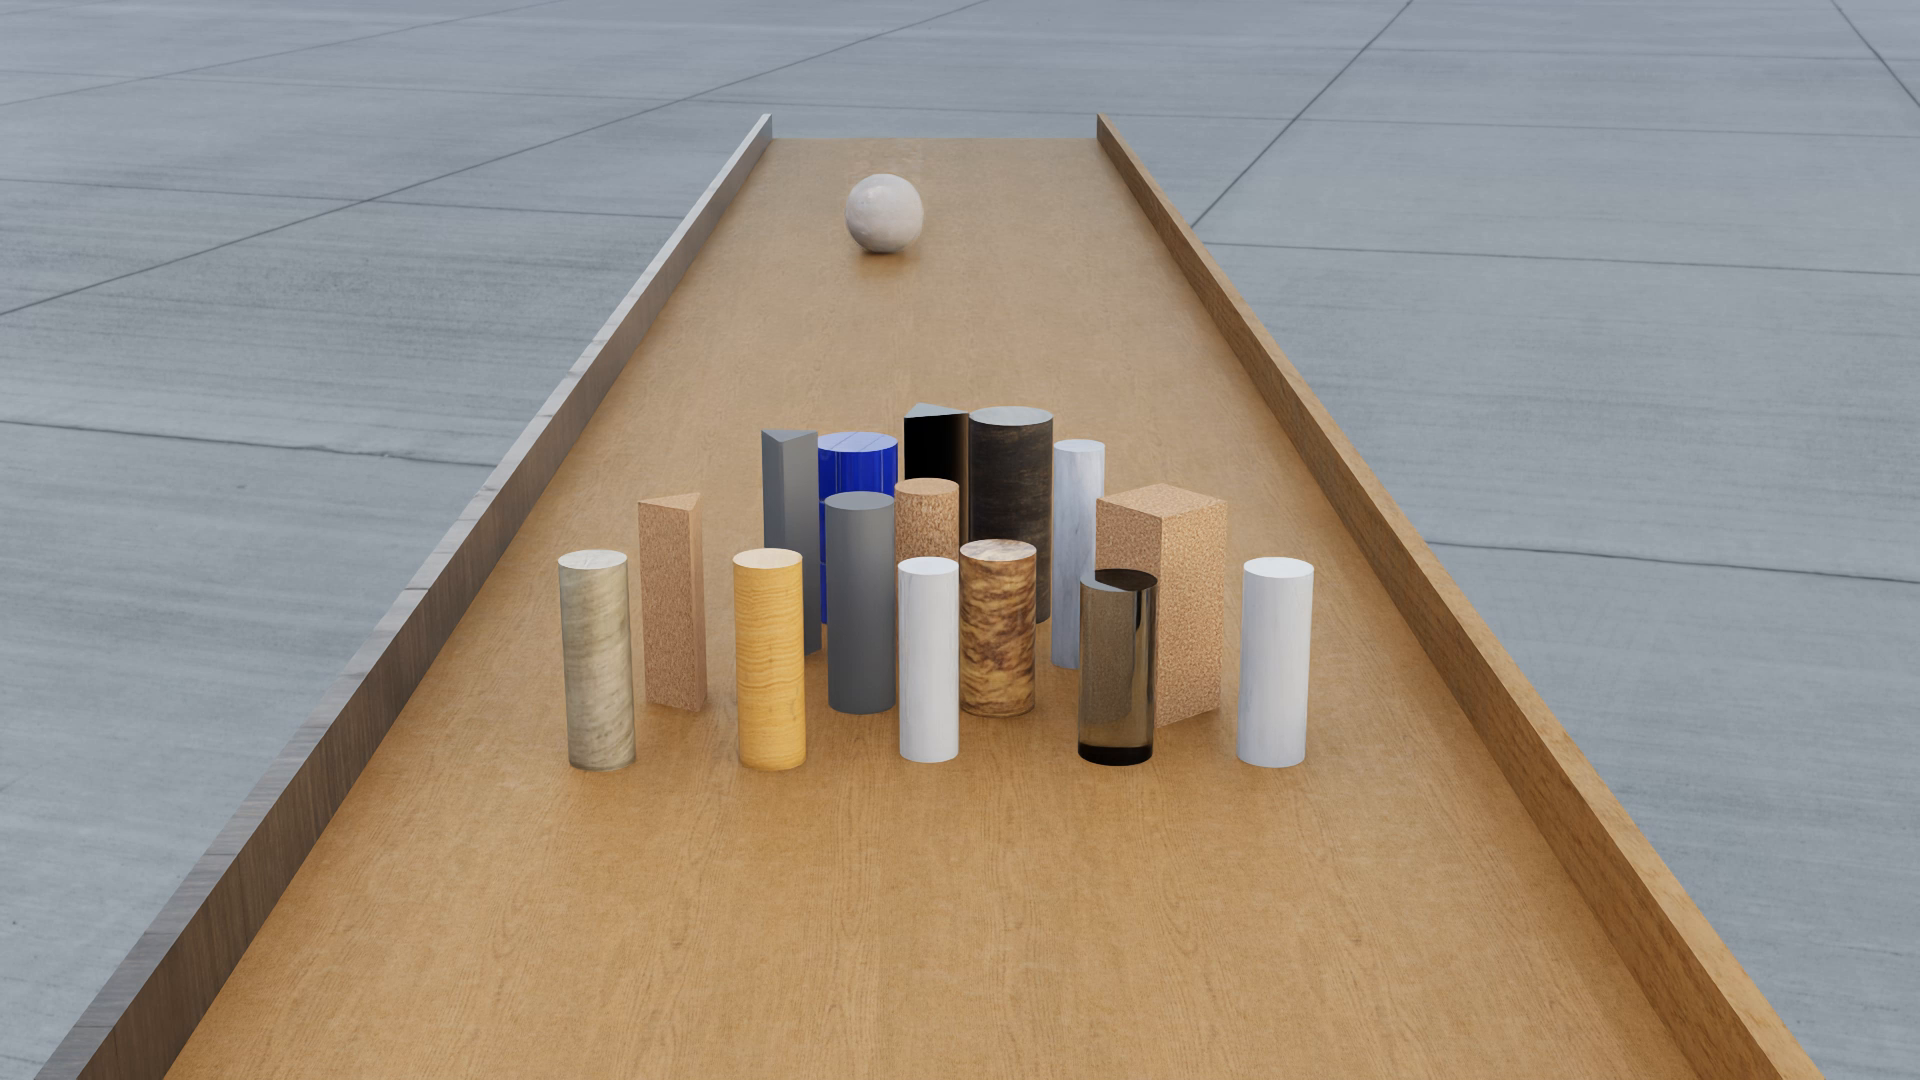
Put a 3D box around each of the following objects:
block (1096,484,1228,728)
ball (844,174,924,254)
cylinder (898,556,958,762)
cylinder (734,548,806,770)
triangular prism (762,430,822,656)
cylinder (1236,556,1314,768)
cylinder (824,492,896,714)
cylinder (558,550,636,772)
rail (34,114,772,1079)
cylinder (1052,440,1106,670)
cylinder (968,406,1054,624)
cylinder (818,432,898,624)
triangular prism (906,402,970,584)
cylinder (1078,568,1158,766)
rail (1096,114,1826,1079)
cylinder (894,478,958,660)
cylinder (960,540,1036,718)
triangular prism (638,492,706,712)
[{"bbox_3d":[0.373,0.120,4.116,0.171,0.404,0.171,-14,21,-38],"label":"block"},{"bbox_3d":[-0.321,-1.378,9.275,0.333,0.333,0.333,0,17,0],"label":"ball"},{"bbox_3d":[-0.055,0.212,3.900,0.106,0.349,0.106,0,17,0],"label":"cylinder"},{"bbox_3d":[-0.334,0.210,3.868,0.120,0.372,0.120,0,17,0],"label":"cylinder"},{"bbox_3d":[-0.354,0.007,4.403,0.096,0.456,0.111,12,20,34],"label":"triangular prism"},{"bbox_3d":[0.556,0.216,3.885,0.122,0.351,0.122,0,17,0],"label":"cylinder"},{"bbox_3d":[-0.186,0.118,4.130,0.129,0.399,0.129,0,17,0],"label":"cylinder"},{"bbox_3d":[-0.636,0.212,3.862,0.118,0.372,0.118,0,17,0],"label":"cylinder"},{"bbox_3d":[-1.118,-0.838,7.780,0.050,0.150,12.000,0,17,-1],"label":"rail"},{"bbox_3d":[0.233,0.029,4.350,0.100,0.445,0.100,0,17,0],"label":"cylinder"},{"bbox_3d":[0.106,-0.050,4.634,0.175,0.434,0.175,0,17,0],"label":"cylinder"},{"bbox_3d":[-0.218,-0.022,4.632,0.177,0.381,0.177,0,17,0],"label":"cylinder"},{"bbox_3d":[-0.069,-0.102,4.886,0.146,0.390,0.126,-6,17,-18],"label":"triangular prism"},{"bbox_3d":[0.279,0.225,3.902,0.135,0.324,0.135,0,17,0],"label":"cylinder"},{"bbox_3d":[0.932,-0.844,7.801,0.050,0.150,12.000,0,17,-1],"label":"rail"},{"bbox_3d":[-0.066,0.065,4.382,0.127,0.357,0.127,0,17,0],"label":"cylinder"},{"bbox_3d":[0.071,0.166,4.129,0.142,0.308,0.142,0,17,0],"label":"cylinder"},{"bbox_3d":[-0.519,0.112,4.158,0.124,0.394,0.107,10,19,29],"label":"triangular prism"}]
